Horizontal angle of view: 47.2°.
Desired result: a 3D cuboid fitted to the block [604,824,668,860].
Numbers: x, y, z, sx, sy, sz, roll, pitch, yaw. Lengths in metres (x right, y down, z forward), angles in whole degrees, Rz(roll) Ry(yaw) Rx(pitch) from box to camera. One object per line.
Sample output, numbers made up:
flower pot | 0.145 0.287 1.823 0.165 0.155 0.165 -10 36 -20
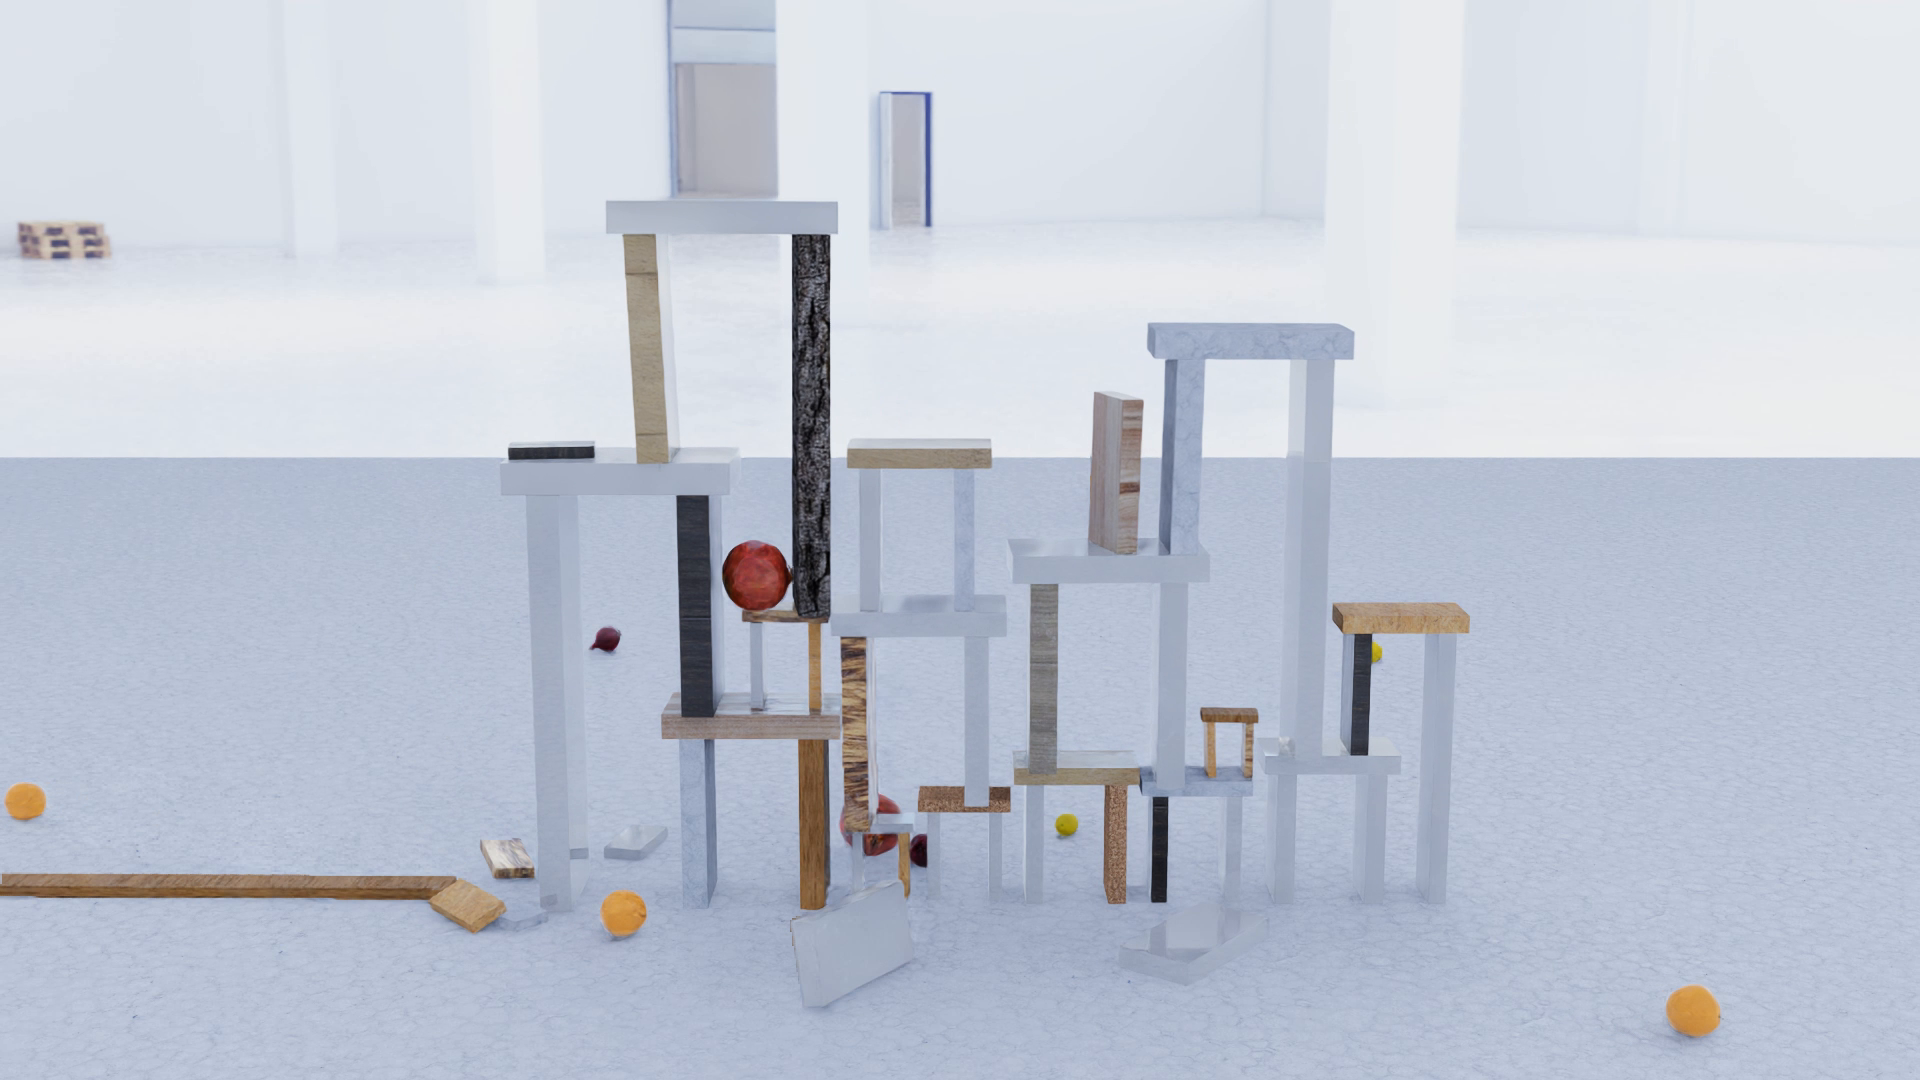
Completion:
block | -0.575 0.536 3.905 0.068 0.019 0.135 2 11 13

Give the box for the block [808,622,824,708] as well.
block | -0.235 0.198 3.599 0.020 0.141 0.071 0 11 0

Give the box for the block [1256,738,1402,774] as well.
block | 0.607 0.356 3.631 0.221 0.031 0.111 0 11 0

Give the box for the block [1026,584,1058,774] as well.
block | 0.133 0.209 3.588 0.044 0.313 0.157 0 11 0

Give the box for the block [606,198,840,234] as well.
block | -0.368 -0.510 3.456 0.356 0.050 0.178 0 11 -3

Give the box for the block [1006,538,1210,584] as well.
block | 0.237 0.033 3.556 0.313 0.044 0.157 0 11 -2

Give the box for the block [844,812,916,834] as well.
block | -0.133 0.469 3.646 0.114 0.016 0.057 0 11 1

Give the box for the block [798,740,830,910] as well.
block | -0.241 0.449 3.640 0.041 0.287 0.144 0 11 0

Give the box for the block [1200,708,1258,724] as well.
block | 0.443 0.288 3.615 0.093 0.013 0.046 1 11 2

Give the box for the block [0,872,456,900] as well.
block | -1.282 0.579 3.678 0.869 0.018 0.065 0 11 1

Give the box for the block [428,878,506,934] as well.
block | -0.794 0.589 3.544 0.065 0.018 0.131 -35 32 -33

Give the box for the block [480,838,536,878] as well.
block | -0.780 0.549 3.790 0.068 0.019 0.135 3 13 -23

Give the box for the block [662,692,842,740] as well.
block | -0.337 0.288 3.611 0.287 0.041 0.144 0 11 0

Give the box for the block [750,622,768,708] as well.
block | -0.330 0.197 3.601 0.020 0.141 0.071 0 11 1

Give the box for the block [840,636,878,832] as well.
block | -0.165 0.302 3.614 0.040 0.325 0.141 0 10 4

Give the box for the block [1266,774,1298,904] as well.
block | 0.533 0.480 3.654 0.031 0.221 0.111 0 11 0

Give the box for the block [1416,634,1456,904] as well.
block | 0.785 0.365 3.630 0.029 0.456 0.102 0 11 0

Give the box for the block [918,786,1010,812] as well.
block | 0.008 0.429 3.642 0.152 0.022 0.076 0 11 1

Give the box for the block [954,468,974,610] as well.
block | 0.007 -0.010 3.559 0.033 0.230 0.115 0 11 0

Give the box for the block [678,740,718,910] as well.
block | -0.432 0.449 3.640 0.041 0.287 0.144 0 11 0

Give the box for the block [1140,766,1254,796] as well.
block | 0.388 0.399 3.634 0.182 0.026 0.091 0 11 0

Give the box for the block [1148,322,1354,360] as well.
block | 0.459 -0.317 3.498 0.310 0.044 0.155 0 11 0

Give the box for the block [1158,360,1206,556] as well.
block | 0.355 -0.142 3.527 0.044 0.310 0.155 1 10 -2

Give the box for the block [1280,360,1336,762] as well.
block | 0.560 0.024 3.561 0.044 0.648 0.155 0 11 -1

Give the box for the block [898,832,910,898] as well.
block | -0.092 0.533 3.661 0.016 0.114 0.057 0 11 0

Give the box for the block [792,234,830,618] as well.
block | -0.239 -0.190 3.532 0.050 0.605 0.178 -1 11 -8

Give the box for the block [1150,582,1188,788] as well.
block | 0.341 0.220 3.596 0.044 0.339 0.157 0 11 1

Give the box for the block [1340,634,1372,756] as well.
block | 0.649 0.241 3.607 0.029 0.203 0.102 0 11 0

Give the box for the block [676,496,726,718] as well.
block | -0.421 0.090 3.578 0.051 0.360 0.180 0 11 0

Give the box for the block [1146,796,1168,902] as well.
block | 0.328 0.500 3.655 0.026 0.182 0.091 0 11 0

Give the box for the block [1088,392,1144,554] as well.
block | 0.249 -0.111 3.532 0.035 0.245 0.122 -2 11 -19

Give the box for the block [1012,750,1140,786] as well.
block | 0.190 0.375 3.626 0.204 0.029 0.102 0 11 0

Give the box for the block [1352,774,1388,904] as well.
block | 0.681 0.480 3.654 0.031 0.221 0.111 0 11 0

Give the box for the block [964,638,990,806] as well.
block | 0.028 0.281 3.610 0.040 0.282 0.141 0 11 1

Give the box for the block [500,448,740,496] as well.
block | -0.542 -0.112 3.541 0.360 0.051 0.180 0 11 0

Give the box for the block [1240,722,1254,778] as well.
block | 0.473 0.340 3.623 0.013 0.093 0.046 0 11 0

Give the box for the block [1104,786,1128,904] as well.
block | 0.258 0.489 3.652 0.029 0.204 0.102 0 11 -1

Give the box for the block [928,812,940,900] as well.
block | -0.043 0.515 3.659 0.022 0.152 0.076 0 11 0

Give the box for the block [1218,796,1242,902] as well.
block | 0.449 0.500 3.655 0.026 0.182 0.091 0 11 0

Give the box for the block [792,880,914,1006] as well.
block | -0.156 0.595 3.266 0.035 0.122 0.245 -7 3 31

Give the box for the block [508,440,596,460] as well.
block | -0.653 -0.144 3.525 0.135 0.019 0.068 -1 11 -7

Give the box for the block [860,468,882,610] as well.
block | -0.143 -0.010 3.559 0.033 0.230 0.115 1 11 0

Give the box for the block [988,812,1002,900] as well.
block | 0.058 0.515 3.659 0.022 0.152 0.076 0 11 0

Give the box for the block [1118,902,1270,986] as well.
block | 0.364 0.622 3.402 0.122 0.035 0.245 8 13 36

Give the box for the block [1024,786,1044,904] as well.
block | 0.122 0.489 3.651 0.029 0.204 0.102 0 11 -1

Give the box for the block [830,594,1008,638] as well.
block | -0.065 0.123 3.581 0.282 0.040 0.141 0 11 0

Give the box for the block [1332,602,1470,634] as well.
block | 0.717 0.127 3.585 0.203 0.029 0.102 0 11 0

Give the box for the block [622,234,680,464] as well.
block | -0.489 -0.311 3.496 0.050 0.356 0.178 -2 11 -1

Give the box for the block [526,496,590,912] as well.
block | -0.657 0.252 3.605 0.051 0.688 0.180 0 11 0

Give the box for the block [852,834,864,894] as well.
block | -0.169 0.533 3.661 0.016 0.114 0.057 -1 11 0

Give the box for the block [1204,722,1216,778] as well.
block | 0.412 0.340 3.625 0.013 0.093 0.046 -2 11 -2

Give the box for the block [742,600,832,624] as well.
block | -0.282 0.117 3.587 0.141 0.020 0.071 1 10 0

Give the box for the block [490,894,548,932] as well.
block | -0.733 0.602 3.554 0.131 0.018 0.065 9 14 39

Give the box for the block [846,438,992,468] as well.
block | -0.064 -0.139 3.536 0.229 0.033 0.115 0 11 0
